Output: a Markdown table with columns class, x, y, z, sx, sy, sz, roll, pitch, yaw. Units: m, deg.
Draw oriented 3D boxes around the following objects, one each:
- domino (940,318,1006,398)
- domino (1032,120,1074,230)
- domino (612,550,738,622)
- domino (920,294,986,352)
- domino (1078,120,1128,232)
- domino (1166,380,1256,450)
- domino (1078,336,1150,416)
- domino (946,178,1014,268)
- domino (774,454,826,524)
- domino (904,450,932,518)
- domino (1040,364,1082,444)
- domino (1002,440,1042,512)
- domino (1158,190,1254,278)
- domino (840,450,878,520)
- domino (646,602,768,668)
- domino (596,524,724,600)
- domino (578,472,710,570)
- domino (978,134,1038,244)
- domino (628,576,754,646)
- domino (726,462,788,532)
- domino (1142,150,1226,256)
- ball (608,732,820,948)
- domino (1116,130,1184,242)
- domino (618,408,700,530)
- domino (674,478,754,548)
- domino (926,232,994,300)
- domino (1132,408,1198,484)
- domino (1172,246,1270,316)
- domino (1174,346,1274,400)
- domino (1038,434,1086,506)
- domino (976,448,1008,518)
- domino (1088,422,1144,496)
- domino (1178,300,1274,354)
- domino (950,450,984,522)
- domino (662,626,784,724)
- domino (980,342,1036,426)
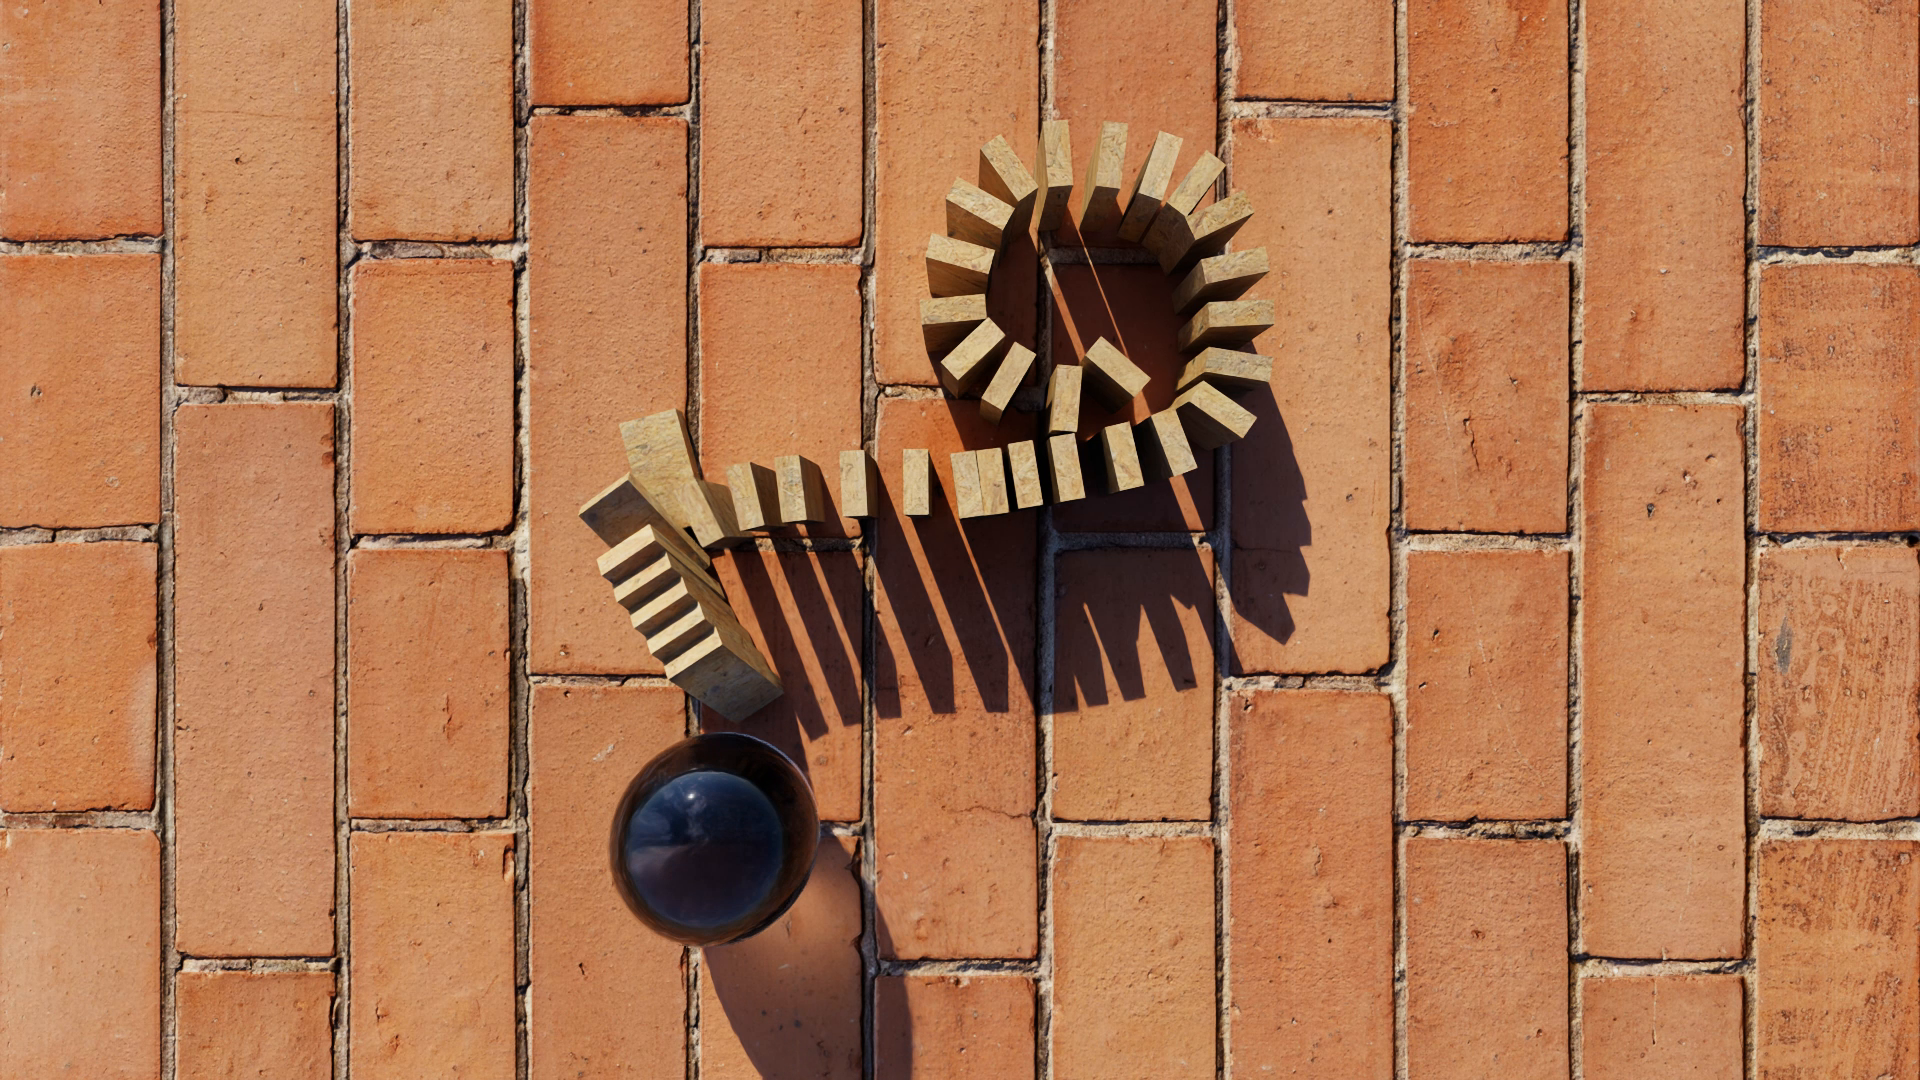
| class | x | y | z | sx | sy | sz | roll | pitch | yaw |
| --- | --- | --- | --- | --- | --- | --- | --- | --- | --- |
| domino | 0.005 | -0.073 | 0.375 | 0.025 | 0.050 | 0.010 | -43 | 90 | 0 |
| domino | 0.038 | -0.148 | 0.375 | 0.009 | 0.050 | 0.025 | -5 | 90 | 0 |
| domino | -0.116 | 0.027 | 0.377 | 0.025 | 0.050 | 0.010 | -33 | 53 | 0 |
| domino | -0.003 | -0.088 | 0.375 | 0.025 | 0.050 | 0.009 | -5 | 90 | 0 |
| domino | 0.058 | -0.147 | 0.375 | 0.009 | 0.050 | 0.025 | 7 | 90 | 0 |
| domino | 0.101 | -0.050 | 0.375 | 0.025 | 0.050 | 0.010 | 35 | 90 | 0 |
| domino | 0.060 | -0.066 | 0.375 | 0.025 | 0.050 | 0.010 | 40 | 90 | 0 |
| domino | 0.008 | -0.129 | 0.375 | 0.025 | 0.050 | 0.010 | 29 | 90 | 0 |
| domino | -0.065 | -0.020 | 0.375 | 0.009 | 0.050 | 0.025 | -7 | 90 | 0 |
| domino | -0.017 | -0.022 | 0.375 | 0.010 | 0.050 | 0.025 | 0 | 90 | 0 |
| domino | 0.041 | -0.054 | 0.375 | 0.009 | 0.050 | 0.025 | 5 | 90 | 0 |
| domino | 0.025 | -0.025 | 0.375 | 0.009 | 0.050 | 0.025 | -9 | 90 | 0 |
| domino | 0.099 | -0.124 | 0.375 | 0.025 | 0.050 | 0.010 | -25 | 90 | 0 |
| domino | -0.041 | -0.022 | 0.375 | 0.009 | 0.050 | 0.025 | -3 | 90 | 0 |
| domino | -0.103 | 0.047 | 0.377 | 0.025 | 0.050 | 0.009 | -33 | 53 | 0 |
| domino | -0.122 | 0.016 | 0.377 | 0.025 | 0.050 | 0.009 | -34 | 53 | 0 |
| domino | -0.131 | -0.001 | 0.384 | 0.025 | 0.009 | 0.050 | -35 | 118 | 3 |
| domino | 0.019 | -0.142 | 0.375 | 0.009 | 0.050 | 0.025 | -36 | 90 | 0 |
| domino | -0.110 | 0.037 | 0.377 | 0.025 | 0.050 | 0.010 | -33 | 53 | 0 |
| domino | -0.082 | -0.017 | 0.375 | 0.010 | 0.050 | 0.025 | -13 | 90 | 0 |
| domino | 0.090 | -0.136 | 0.375 | 0.009 | 0.050 | 0.025 | 37 | 90 | 0 |
| ball | -0.095 | 0.116 | 0.360 | 0.080 | 0.080 | 0.080 | 0 | 90 | 0 |
| domino | 0.077 | -0.143 | 0.375 | 0.010 | 0.050 | 0.025 | 19 | 90 | 0 |
| domino | -0.127 | -0.029 | 0.395 | 0.025 | 0.009 | 0.050 | -15 | 90 | 0 |
| domino | -0.100 | -0.010 | 0.375 | 0.010 | 0.050 | 0.025 | -27 | 90 | 0 |
| domino | 0.000 | -0.110 | 0.375 | 0.025 | 0.050 | 0.010 | 15 | 90 | 0 |
| domino | 0.082 | -0.038 | 0.375 | 0.010 | 0.050 | 0.025 | -21 | 90 | 0 |
| domino | 0.105 | -0.105 | 0.375 | 0.025 | 0.050 | 0.009 | -11 | 90 | 0 |
| domino | 0.107 | -0.067 | 0.375 | 0.025 | 0.050 | 0.009 | 9 | 90 | 0 |
| domino | 0.041 | -0.028 | 0.375 | 0.009 | 0.050 | 0.025 | -10 | 90 | 0 |
| domino | 0.012 | -0.022 | 0.375 | 0.009 | 0.050 | 0.025 | -7 | 90 | 0 |
| domino | 0.063 | -0.032 | 0.375 | 0.010 | 0.050 | 0.025 | -13 | 90 | 0 |
| domino | 0.108 | -0.087 | 0.375 | 0.025 | 0.050 | 0.010 | -3 | 90 | 0 |
| domino | 0.003 | -0.021 | 0.375 | 0.009 | 0.050 | 0.025 | -8 | 90 | 0 |
| domino | -0.096 | 0.057 | 0.377 | 0.025 | 0.050 | 0.009 | -33 | 53 | 0 |
| domino | 0.019 | -0.063 | 0.375 | 0.010 | 0.050 | 0.025 | 31 | 90 | 0 |
